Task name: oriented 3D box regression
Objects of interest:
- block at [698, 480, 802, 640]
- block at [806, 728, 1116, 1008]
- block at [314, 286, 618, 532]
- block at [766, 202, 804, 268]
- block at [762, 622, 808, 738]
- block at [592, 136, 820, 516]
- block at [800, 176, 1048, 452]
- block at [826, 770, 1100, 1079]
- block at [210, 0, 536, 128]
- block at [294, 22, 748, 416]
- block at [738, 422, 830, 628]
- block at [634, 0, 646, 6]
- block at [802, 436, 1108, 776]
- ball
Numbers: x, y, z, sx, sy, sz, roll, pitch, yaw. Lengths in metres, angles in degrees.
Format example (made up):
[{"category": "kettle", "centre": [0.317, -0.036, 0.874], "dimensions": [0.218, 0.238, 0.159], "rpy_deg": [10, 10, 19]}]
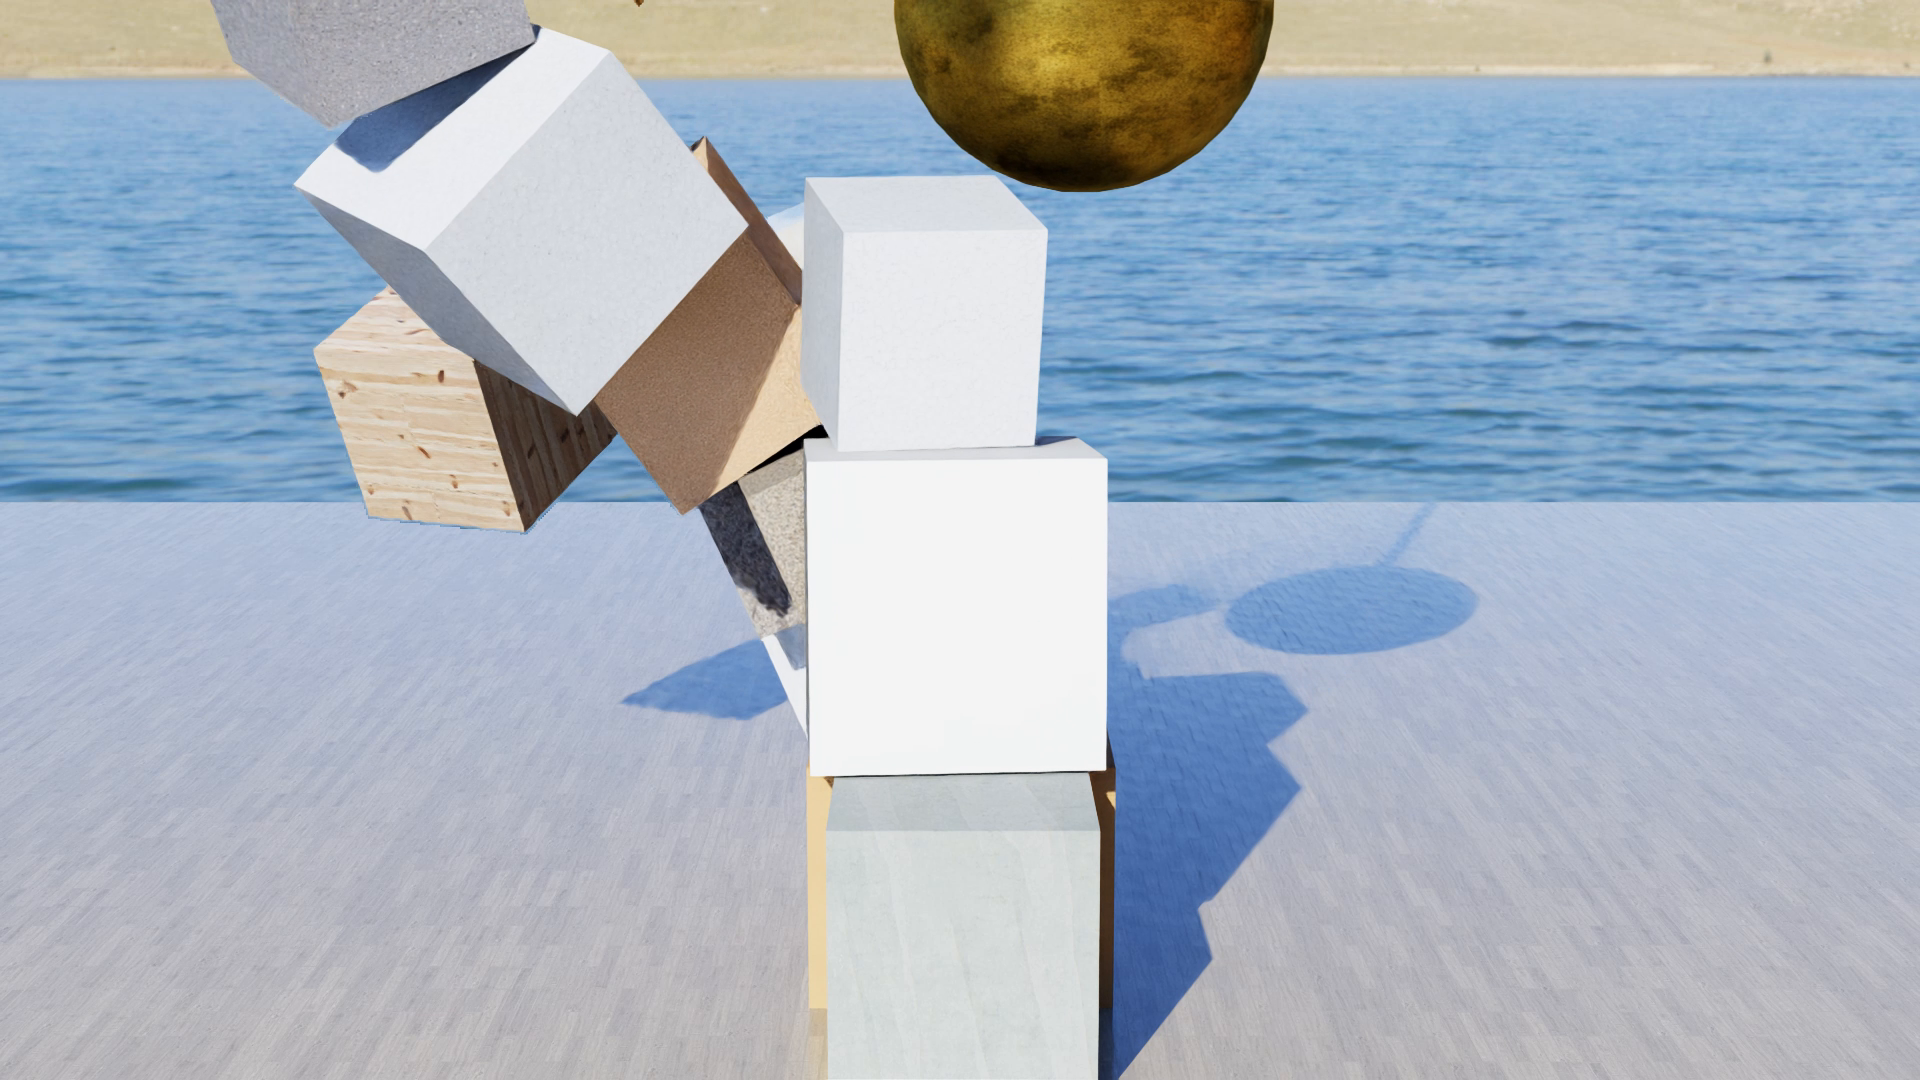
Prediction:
[{"category": "block", "centre": [-0.706, -0.211, 11.692], "dimensions": [0.791, 0.891, 0.857], "rpy_deg": [-23, 13, 5]}, {"category": "block", "centre": [0.004, 1.213, 10.250], "dimensions": [1.157, 0.945, 1.156], "rpy_deg": [0, 10, 0]}, {"category": "block", "centre": [-2.263, -0.703, 11.961], "dimensions": [0.873, 0.896, 0.936], "rpy_deg": [5, 36, 25]}, {"category": "block", "centre": [-0.840, -1.053, 11.685], "dimensions": [0.816, 0.718, 0.802], "rpy_deg": [-21, 14, 14]}, {"category": "block", "centre": [-0.272, 0.599, 12.336], "dimensions": [0.968, 1.117, 1.071], "rpy_deg": [-23, 9, 4]}, {"category": "block", "centre": [-1.106, -0.906, 10.669], "dimensions": [0.891, 1.068, 0.923], "rpy_deg": [-34, 20, 6]}, {"category": "block", "centre": [-0.159, -0.881, 9.813], "dimensions": [0.758, 0.837, 0.801], "rpy_deg": [-3, 23, -13]}, {"category": "block", "centre": [0.008, 1.384, 9.209], "dimensions": [0.928, 0.983, 0.928], "rpy_deg": [0, 10, 0]}, {"category": "block", "centre": [-2.243, -2.167, 9.361], "dimensions": [0.832, 0.838, 1.002], "rpy_deg": [-29, 37, -22]}, {"category": "block", "centre": [-1.652, -1.263, 9.663], "dimensions": [1.064, 0.981, 0.926], "rpy_deg": [27, -18, 46]}, {"category": "block", "centre": [-0.317, -0.052, 10.747], "dimensions": [0.950, 0.973, 0.999], "rpy_deg": [-25, 17, -4]}, {"category": "block", "centre": [-1.210, -2.633, 9.765], "dimensions": [0.741, 0.655, 0.647], "rpy_deg": [-38, 60, -7]}, {"category": "block", "centre": [-0.042, 0.221, 9.735], "dimensions": [1.079, 1.143, 0.960], "rpy_deg": [-1, 7, -4]}, {"category": "ball", "centre": [0.519, -2.263, 10.769], "dimensions": [1.600, 1.600, 1.600], "rpy_deg": [0, 10, 0]}]
